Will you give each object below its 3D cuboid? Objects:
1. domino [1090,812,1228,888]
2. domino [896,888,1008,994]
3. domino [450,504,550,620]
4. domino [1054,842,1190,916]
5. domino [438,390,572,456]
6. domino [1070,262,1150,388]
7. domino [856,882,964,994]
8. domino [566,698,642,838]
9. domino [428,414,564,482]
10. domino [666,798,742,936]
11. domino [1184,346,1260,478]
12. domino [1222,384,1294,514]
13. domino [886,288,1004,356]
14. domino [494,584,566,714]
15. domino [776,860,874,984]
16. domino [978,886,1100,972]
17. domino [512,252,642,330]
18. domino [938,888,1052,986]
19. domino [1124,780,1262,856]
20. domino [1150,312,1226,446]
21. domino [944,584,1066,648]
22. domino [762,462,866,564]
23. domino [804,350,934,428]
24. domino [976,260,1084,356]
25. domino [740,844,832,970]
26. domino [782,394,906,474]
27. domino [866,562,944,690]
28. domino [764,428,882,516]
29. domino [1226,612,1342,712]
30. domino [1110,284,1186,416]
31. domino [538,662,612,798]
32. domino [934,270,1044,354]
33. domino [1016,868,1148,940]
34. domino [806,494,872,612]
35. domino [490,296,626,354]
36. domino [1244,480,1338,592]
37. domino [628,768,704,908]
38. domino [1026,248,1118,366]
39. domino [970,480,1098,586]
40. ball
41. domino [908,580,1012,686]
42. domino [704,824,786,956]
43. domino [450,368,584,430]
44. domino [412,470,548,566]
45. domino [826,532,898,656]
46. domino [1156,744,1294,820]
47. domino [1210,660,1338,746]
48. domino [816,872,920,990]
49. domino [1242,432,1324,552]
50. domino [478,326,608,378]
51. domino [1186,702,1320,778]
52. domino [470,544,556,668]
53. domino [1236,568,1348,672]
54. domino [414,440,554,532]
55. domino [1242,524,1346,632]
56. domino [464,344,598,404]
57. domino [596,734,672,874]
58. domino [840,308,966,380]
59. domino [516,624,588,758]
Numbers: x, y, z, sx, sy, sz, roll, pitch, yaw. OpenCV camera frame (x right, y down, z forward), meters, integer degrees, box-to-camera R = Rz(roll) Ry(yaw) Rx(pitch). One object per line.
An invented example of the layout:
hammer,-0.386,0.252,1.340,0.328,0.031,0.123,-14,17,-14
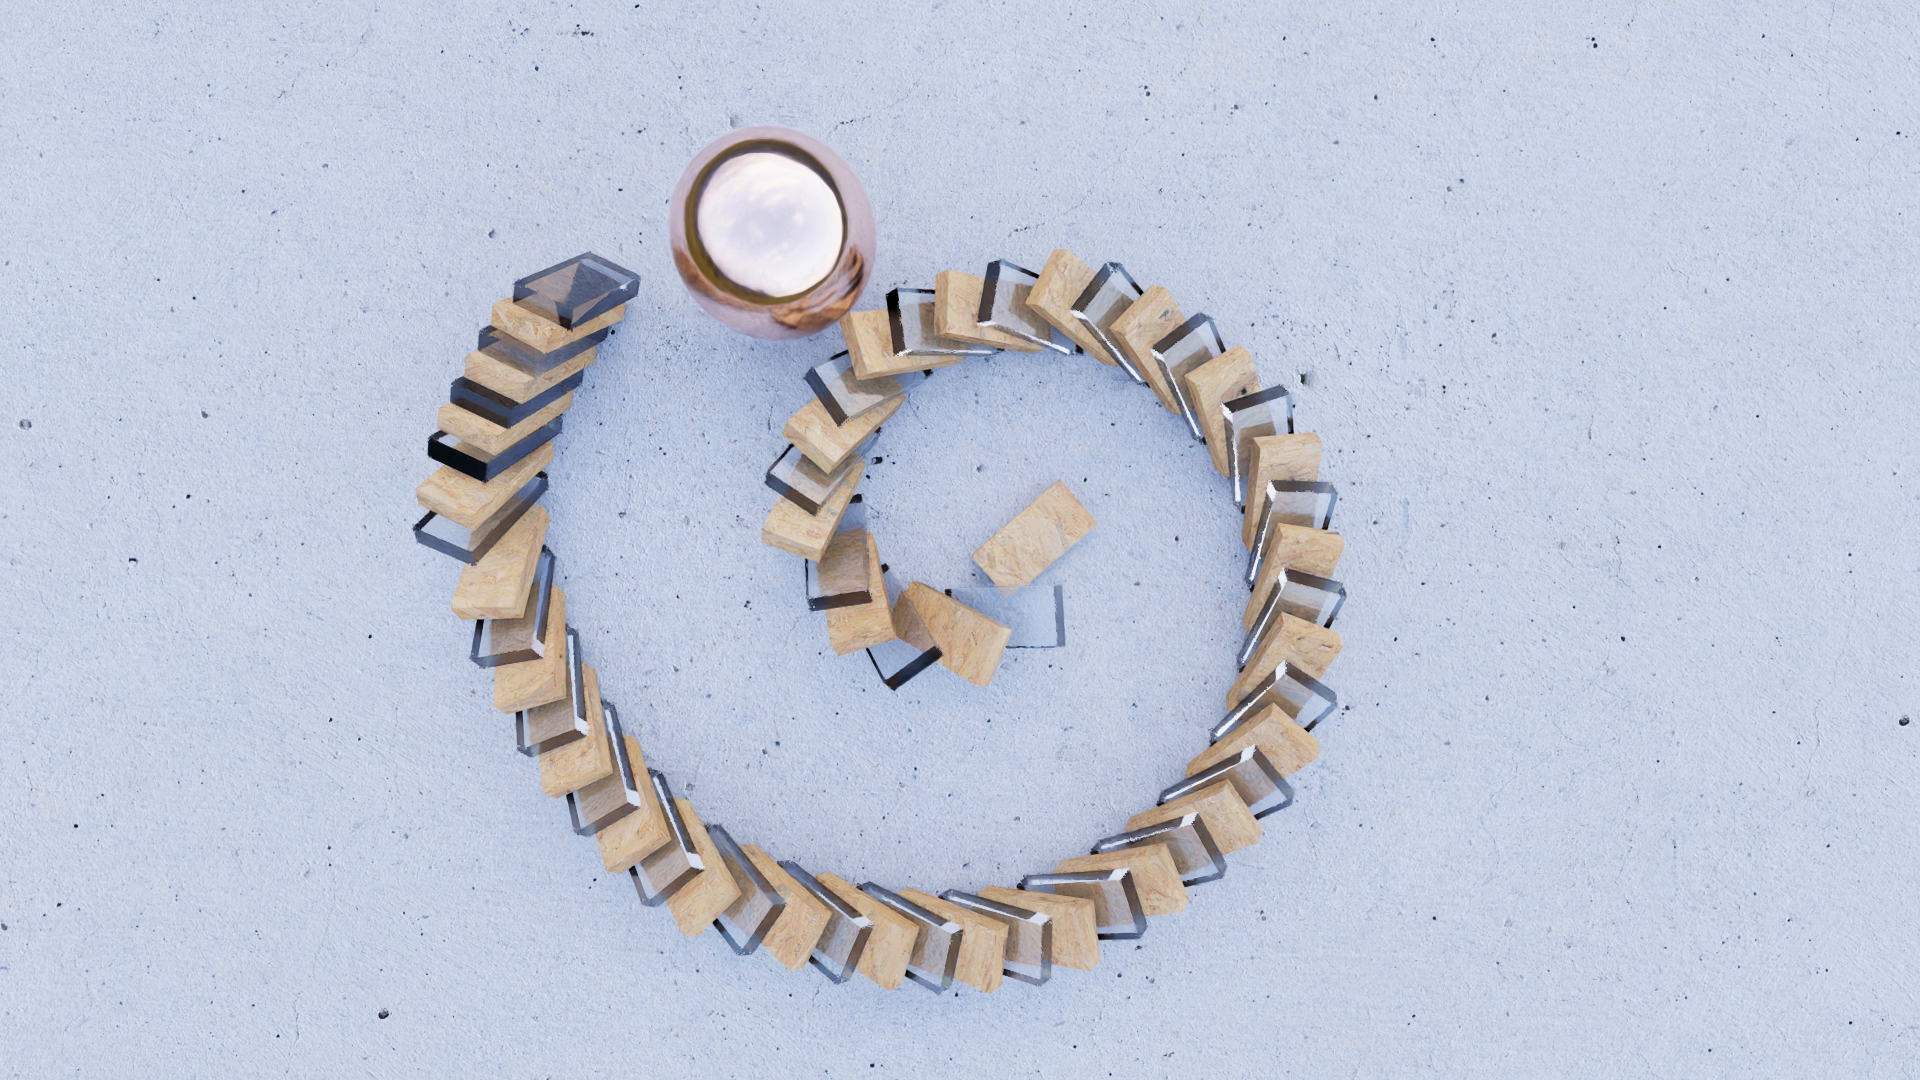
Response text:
domino,0.082,0.133,0.382,0.050,0.010,0.025,-29,90,33
domino,-0.005,0.166,0.382,0.050,0.010,0.025,7,91,33
domino,-0.191,0.009,0.382,0.025,0.010,0.050,-2,56,0
domino,0.067,0.144,0.383,0.050,0.009,0.025,-23,90,33
domino,-0.186,-0.054,0.377,0.025,0.050,0.009,25,123,0
domino,0.070,-0.089,0.382,0.050,0.010,0.025,38,89,-34
domino,-0.024,0.165,0.383,0.050,0.010,0.025,12,90,33
domino,-0.152,0.095,0.383,0.025,0.010,0.050,-30,58,0
domino,-0.189,-0.043,0.377,0.025,0.050,0.009,25,123,0
domino,-0.114,0.136,0.382,0.025,0.010,0.050,-44,57,0
domino,0.113,-0.053,0.382,0.025,0.009,0.050,-30,124,0
domino,0.125,-0.037,0.382,0.025,0.009,0.050,-18,124,0
domino,-0.005,-0.090,0.382,0.050,0.009,0.025,-8,90,-35
domino,-0.179,0.045,0.383,0.025,0.010,0.050,-16,58,0
domino,-0.061,0.159,0.383,0.050,0.010,0.025,23,90,32
domino,0.032,0.161,0.382,0.050,0.009,0.025,-6,90,33
domino,-0.156,-0.103,0.377,0.025,0.050,0.010,25,123,0
domino,0.014,0.165,0.382,0.050,0.009,0.025,1,91,33
domino,0.097,0.121,0.382,0.050,0.010,0.025,-35,91,33
domino,0.101,-0.067,0.382,0.025,0.010,0.050,-36,124,0
domino,0.018,0.032,0.384,0.050,0.010,0.025,-3,90,28
domino,-0.060,-0.016,0.381,0.025,0.009,0.050,20,54,1
domino,-0.037,-0.069,0.381,0.050,0.010,0.025,-35,90,-37
domino,0.032,-0.096,0.382,0.050,0.010,0.025,10,90,-35
domino,-0.079,0.152,0.383,0.050,0.010,0.025,27,90,33
domino,-0.048,-0.052,0.382,0.025,0.010,0.050,41,54,0
domino,-0.029,0.035,0.380,0.025,0.009,0.050,-36,50,2
domino,-0.056,-0.035,0.381,0.025,0.010,0.050,33,55,1
domino,0.134,0.055,0.382,0.025,0.010,0.050,20,124,0
domino,0.086,-0.079,0.382,0.025,0.009,0.050,-45,124,0
domino,-0.163,0.079,0.383,0.025,0.009,0.050,-25,58,0
domino,0.013,-0.094,0.382,0.050,0.009,0.025,2,90,-34
domino,0.050,0.153,0.382,0.050,0.010,0.025,-18,90,33
domino,-0.051,0.005,0.381,0.025,0.010,0.050,-9,53,0
domino,-0.163,-0.094,0.376,0.025,0.050,0.010,27,123,3
domino,0.137,-0.001,0.382,0.025,0.009,0.050,2,123,0
domino,-0.128,0.123,0.382,0.025,0.010,0.050,-39,57,0
domino,0.053,-0.096,0.382,0.050,0.010,0.025,28,89,-35
domino,0.032,0.000,0.395,0.050,0.010,0.025,-41,90,0
ball,-0.073,-0.119,0.360,0.080,0.080,0.080,0,90,0
domino,-0.005,0.038,0.381,0.050,0.010,0.025,25,94,36
domino,-0.097,0.145,0.382,0.050,0.010,0.025,35,90,33
domino,-0.181,-0.064,0.377,0.025,0.050,0.009,25,123,0
domino,-0.197,-0.014,0.379,0.025,0.009,0.050,23,47,0
domino,-0.044,0.022,0.381,0.025,0.010,0.050,-17,53,1
domino,0.110,0.108,0.382,0.050,0.010,0.025,-40,91,33
domino,0.130,0.075,0.382,0.025,0.009,0.050,33,124,0
domino,-0.043,0.162,0.383,0.050,0.010,0.025,17,90,33
domino,0.134,-0.019,0.382,0.025,0.010,0.050,-6,124,0
domino,-0.170,-0.084,0.376,0.025,0.050,0.010,25,123,0
domino,0.121,0.092,0.382,0.025,0.009,0.050,41,123,0
domino,-0.186,0.027,0.382,0.025,0.009,0.050,-10,57,0
domino,0.137,0.037,0.382,0.025,0.009,0.050,15,123,0
domino,-0.195,-0.028,0.379,0.025,0.009,0.050,26,47,2
domino,0.138,0.018,0.382,0.025,0.010,0.050,8,123,0
domino,-0.175,-0.074,0.377,0.025,0.050,0.010,25,123,0
domino,-0.141,0.110,0.383,0.025,0.010,0.050,-34,58,0
domino,-0.023,-0.083,0.382,0.050,0.010,0.025,-16,89,-35
domino,-0.172,0.062,0.383,0.025,0.010,0.050,-21,58,0
